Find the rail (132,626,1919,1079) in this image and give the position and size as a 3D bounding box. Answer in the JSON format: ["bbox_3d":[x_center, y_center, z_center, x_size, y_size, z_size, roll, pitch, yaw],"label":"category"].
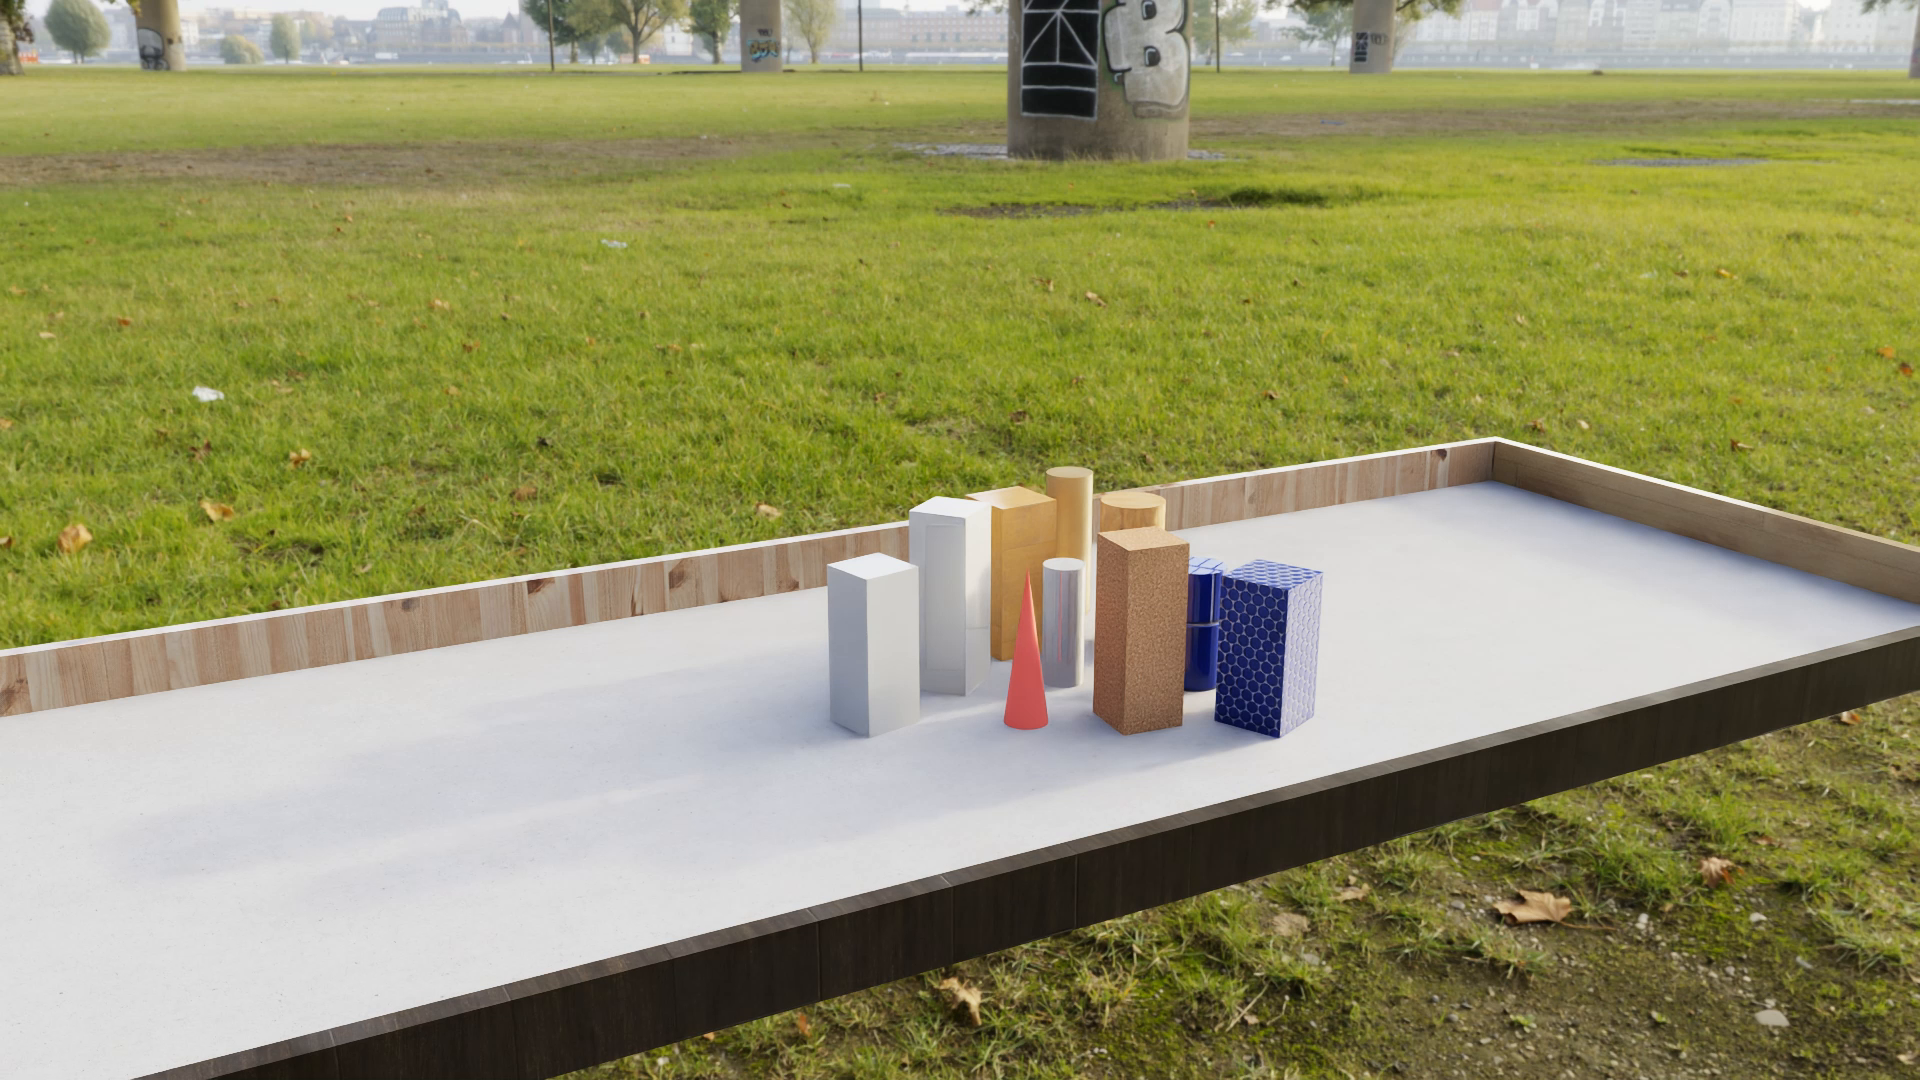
[{"bbox_3d":[-2.336,1.006,1.665,12.000,0.150,0.050,-9,18,-27],"label":"rail"}]

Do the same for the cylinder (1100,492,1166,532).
[{"bbox_3d":[0.451,0.087,4.350,0.168,0.399,0.168,0,16,0],"label":"cylinder"}]

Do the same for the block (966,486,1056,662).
[{"bbox_3d":[0.132,0.086,4.336,0.170,0.410,0.170,-11,19,-32],"label":"block"}]

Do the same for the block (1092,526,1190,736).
[{"bbox_3d":[0.420,0.210,3.849,0.156,0.447,0.156,-7,18,-22],"label":"block"}]

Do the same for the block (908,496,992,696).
[{"bbox_3d":[-0.024,0.138,4.078,0.151,0.456,0.151,7,18,24],"label":"block"}]

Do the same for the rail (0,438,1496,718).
[{"bbox_3d":[-3.305,0.497,3.399,12.000,0.150,0.050,-9,18,-27],"label":"rail"}]

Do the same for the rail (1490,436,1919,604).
[{"bbox_3d":[2.466,-0.048,5.253,0.050,0.150,2.100,-9,18,-27],"label":"rail"}]

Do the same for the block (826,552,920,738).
[{"bbox_3d":[-0.201,0.243,3.847,0.150,0.384,0.150,-14,21,-39],"label":"block"}]

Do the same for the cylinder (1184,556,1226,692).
[{"bbox_3d":[0.585,0.209,4.102,0.145,0.305,0.145,0,16,0],"label":"cylinder"}]

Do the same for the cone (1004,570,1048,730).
[{"bbox_3d":[0.156,0.243,3.845,0.106,0.385,0.106,0,16,0],"label":"cone"}]

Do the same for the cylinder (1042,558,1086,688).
[{"bbox_3d":[0.258,0.206,4.111,0.107,0.306,0.107,0,16,0],"label":"cylinder"}]

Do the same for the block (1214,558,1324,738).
[{"bbox_3d":[0.722,0.251,3.863,0.172,0.360,0.172,13,21,37],"label":"block"}]

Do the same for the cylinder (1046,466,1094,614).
[{"bbox_3d":[0.304,0.006,4.618,0.130,0.404,0.130,0,16,0],"label":"cylinder"}]
